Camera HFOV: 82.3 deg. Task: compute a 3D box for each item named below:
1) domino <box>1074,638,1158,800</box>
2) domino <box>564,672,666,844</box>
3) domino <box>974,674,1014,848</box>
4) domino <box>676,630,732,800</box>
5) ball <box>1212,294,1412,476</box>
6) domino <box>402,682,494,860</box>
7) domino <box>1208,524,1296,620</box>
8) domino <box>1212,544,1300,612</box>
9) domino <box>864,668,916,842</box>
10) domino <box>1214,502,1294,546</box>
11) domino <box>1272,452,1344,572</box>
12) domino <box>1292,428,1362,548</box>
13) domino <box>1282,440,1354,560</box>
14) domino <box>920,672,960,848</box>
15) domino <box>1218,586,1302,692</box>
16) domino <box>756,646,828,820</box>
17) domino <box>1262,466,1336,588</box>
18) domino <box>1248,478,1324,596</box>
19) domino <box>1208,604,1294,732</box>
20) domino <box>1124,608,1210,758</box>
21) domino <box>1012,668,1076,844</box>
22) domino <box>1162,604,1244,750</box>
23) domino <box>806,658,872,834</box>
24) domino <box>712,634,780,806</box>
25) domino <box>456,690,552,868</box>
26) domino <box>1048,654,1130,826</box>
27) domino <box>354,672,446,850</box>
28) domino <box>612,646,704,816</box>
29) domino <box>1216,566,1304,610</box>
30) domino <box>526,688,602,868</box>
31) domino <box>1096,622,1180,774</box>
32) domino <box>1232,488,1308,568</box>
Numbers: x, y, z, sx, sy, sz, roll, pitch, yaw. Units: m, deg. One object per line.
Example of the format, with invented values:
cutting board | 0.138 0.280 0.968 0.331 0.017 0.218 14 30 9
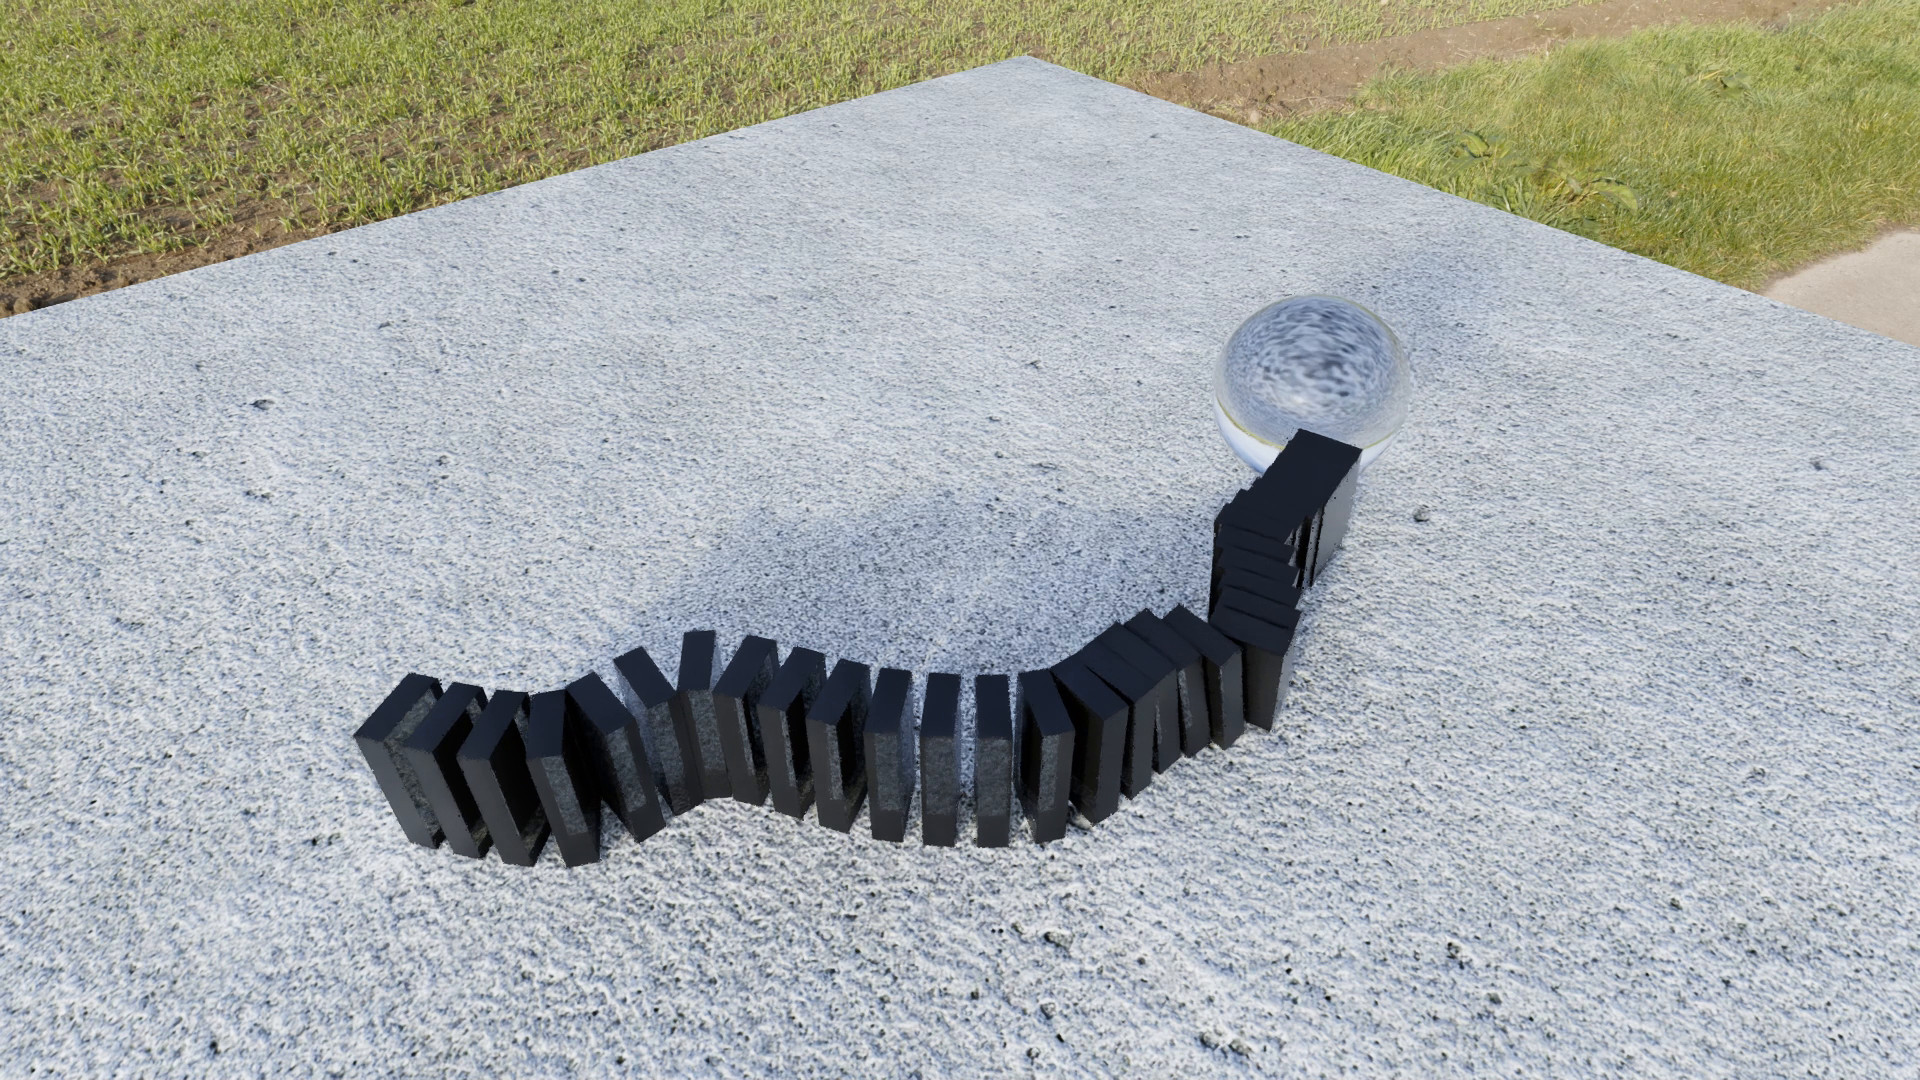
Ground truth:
domino | 0.048 0.056 0.342 0.009 0.050 0.025 -33 49 -26
domino | -0.103 0.066 0.331 0.010 0.050 0.025 -29 48 -31
domino | 0.010 0.067 0.330 0.010 0.050 0.025 -1 39 -1
domino | -0.079 0.055 0.344 0.009 0.050 0.025 -4 39 -4
ball | 0.147 -0.063 0.465 0.080 0.080 0.080 0 39 0
domino | -0.146 0.069 0.327 0.010 0.050 0.025 8 40 10
domino | 0.103 0.017 0.390 0.025 0.050 0.009 20 60 23
domino | 0.102 0.024 0.382 0.025 0.050 0.009 20 60 23
domino | -0.021 0.065 0.332 0.010 0.050 0.025 5 40 6
domino | 0.105 0.010 0.399 0.025 0.050 0.009 24 61 26
domino | 0.131 -0.010 0.423 0.025 0.050 0.010 24 60 26
domino | 0.142 -0.020 0.435 0.025 0.050 0.009 24 60 26
domino | 0.137 -0.015 0.429 0.025 0.050 0.009 24 60 26
domino | -0.006 0.067 0.330 0.010 0.050 0.025 3 39 4
domino | 0.097 0.037 0.366 0.025 0.050 0.009 20 60 23
domino | -0.050 0.060 0.338 0.009 0.050 0.025 13 41 16
domino | 0.125 -0.005 0.417 0.025 0.050 0.009 24 60 26
domino | 0.119 0.000 0.411 0.025 0.050 0.009 24 60 26
domino | 0.093 0.042 0.359 0.025 0.050 0.009 21 60 24
domino | 0.067 0.047 0.354 0.010 0.050 0.025 -34 48 -14
domino | 0.025 0.066 0.331 0.010 0.050 0.025 -9 40 -11
domino | 0.079 0.045 0.356 0.010 0.050 0.025 -38 51 -17
domino | -0.035 0.063 0.334 0.009 0.050 0.025 12 41 14
domino | -0.064 0.057 0.342 0.010 0.050 0.025 10 40 12
domino | -0.131 0.071 0.325 0.009 0.050 0.025 5 40 6
domino | 0.038 0.062 0.336 0.009 0.050 0.025 -25 46 -25
domino | -0.161 0.067 0.330 0.009 0.050 0.025 10 40 11
domino | -0.093 0.059 0.339 0.009 0.050 0.025 -25 46 -28
domino | 0.100 0.030 0.374 0.025 0.050 0.009 20 60 23
domino | -0.116 0.071 0.325 0.009 0.050 0.025 -8 40 -10
domino | 0.057 0.051 0.349 0.009 0.050 0.025 -35 50 -19
domino | 0.112 0.005 0.405 0.025 0.050 0.009 24 60 26
